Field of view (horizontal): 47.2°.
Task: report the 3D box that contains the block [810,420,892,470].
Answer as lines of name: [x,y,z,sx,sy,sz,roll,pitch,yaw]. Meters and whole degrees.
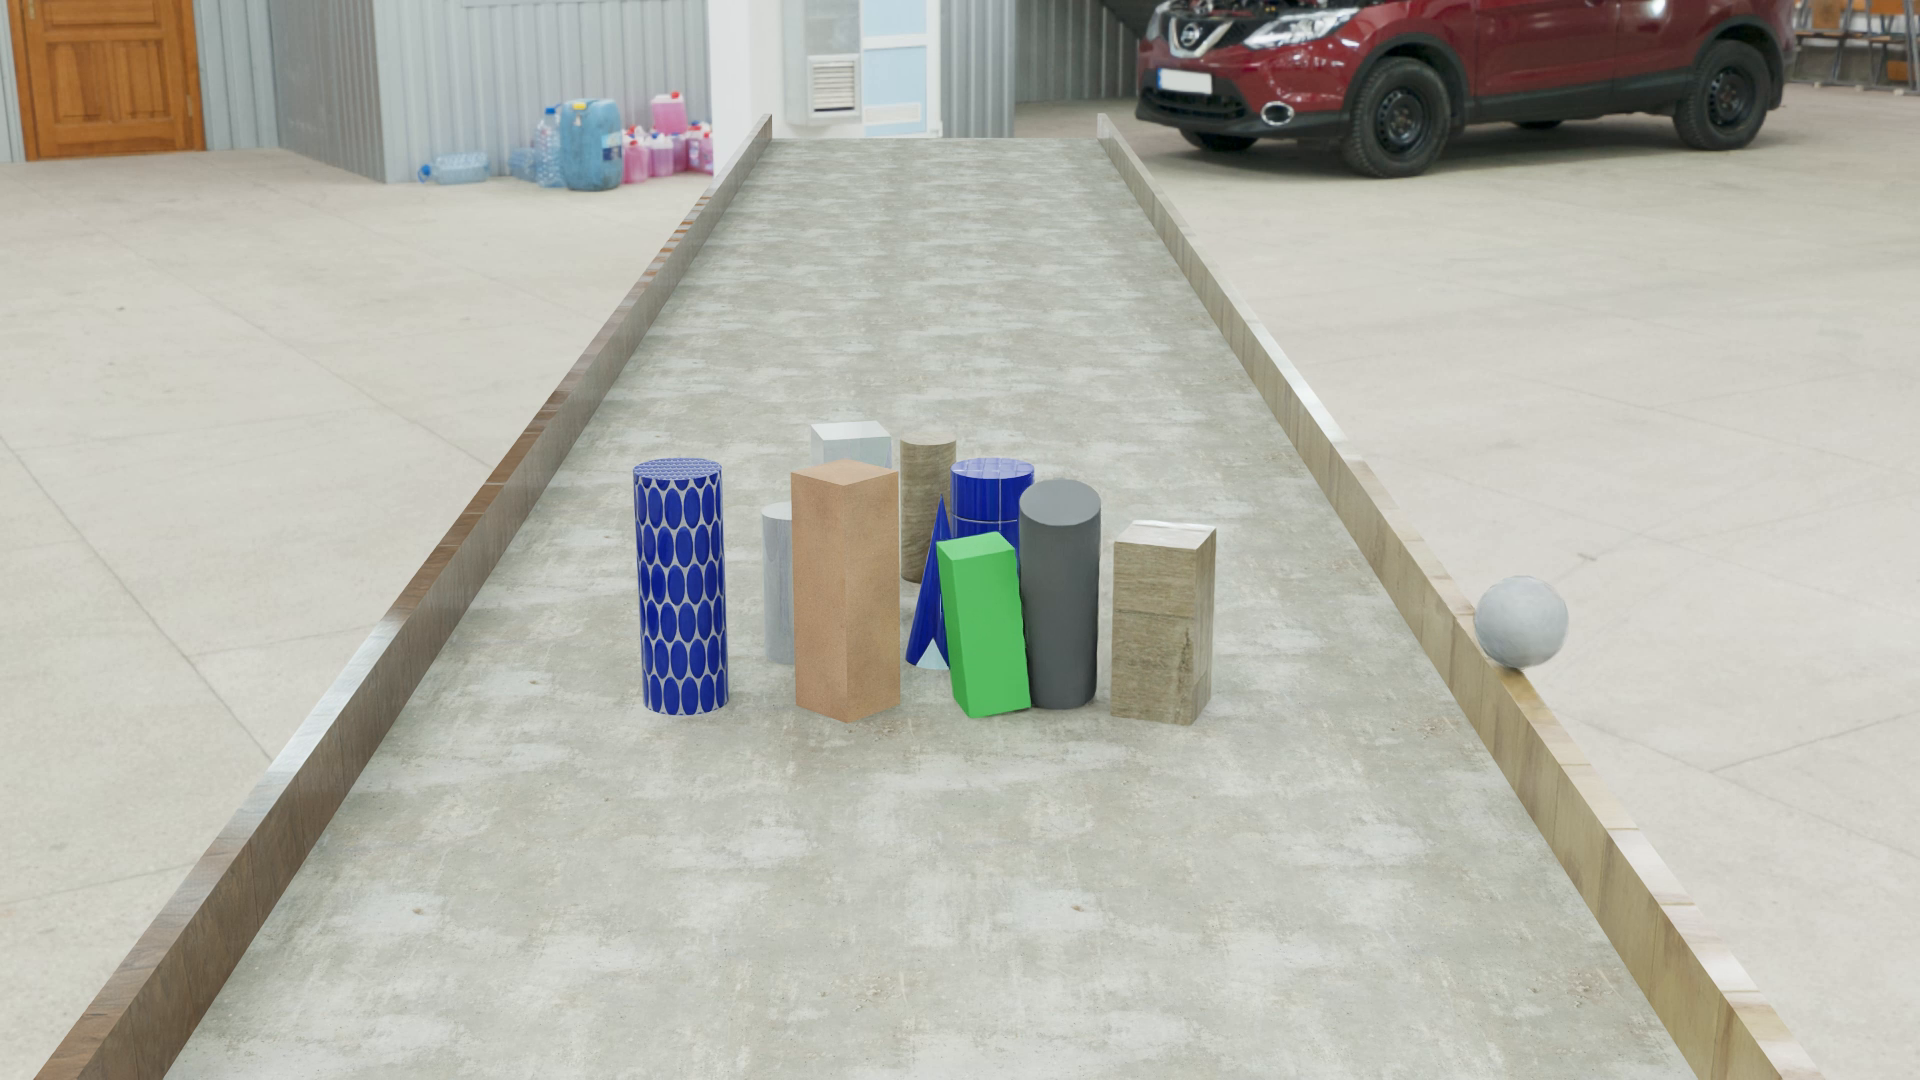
block: [-0.227,-0.033,4.625,0.142,0.406,0.142,-4,17,-14]

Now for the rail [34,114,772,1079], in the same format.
rail: [-1.118,-0.838,7.780,0.050,0.150,12.000,0,17,-1]

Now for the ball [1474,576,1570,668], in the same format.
ball: [1.000,0.147,3.916,0.166,0.166,0.166,0,17,0]

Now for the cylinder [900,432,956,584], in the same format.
cylinder: [-0.070,-0.072,4.910,0.126,0.319,0.126,0,17,0]

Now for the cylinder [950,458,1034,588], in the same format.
cylinder: [0.068,0.001,4.665,0.177,0.318,0.177,0,17,0]

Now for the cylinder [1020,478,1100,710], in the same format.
cylinder: [0.184,0.104,4.076,0.147,0.432,0.147,-1,37,1]

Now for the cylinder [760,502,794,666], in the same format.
cylinder: [-0.326,0.086,4.409,0.138,0.302,0.138,0,17,0]

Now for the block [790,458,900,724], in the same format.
block: [-0.212,0.093,4.110,0.140,0.457,0.140,15,22,41]

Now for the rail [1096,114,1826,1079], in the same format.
rail: [0.932,-0.844,7.801,0.050,0.150,12.000,0,17,-1]

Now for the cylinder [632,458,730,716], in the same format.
cylinder: [-0.523,0.087,4.135,0.164,0.457,0.164,0,17,0]

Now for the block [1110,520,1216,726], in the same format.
block: [0.381,0.153,4.114,0.155,0.342,0.155,6,18,19]

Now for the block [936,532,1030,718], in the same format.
block: [0.044,0.159,4.123,0.120,0.313,0.120,-10,18,-12]

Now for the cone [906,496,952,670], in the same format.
cone: [-0.036,0.071,4.385,0.150,0.343,0.150,0,17,0]
